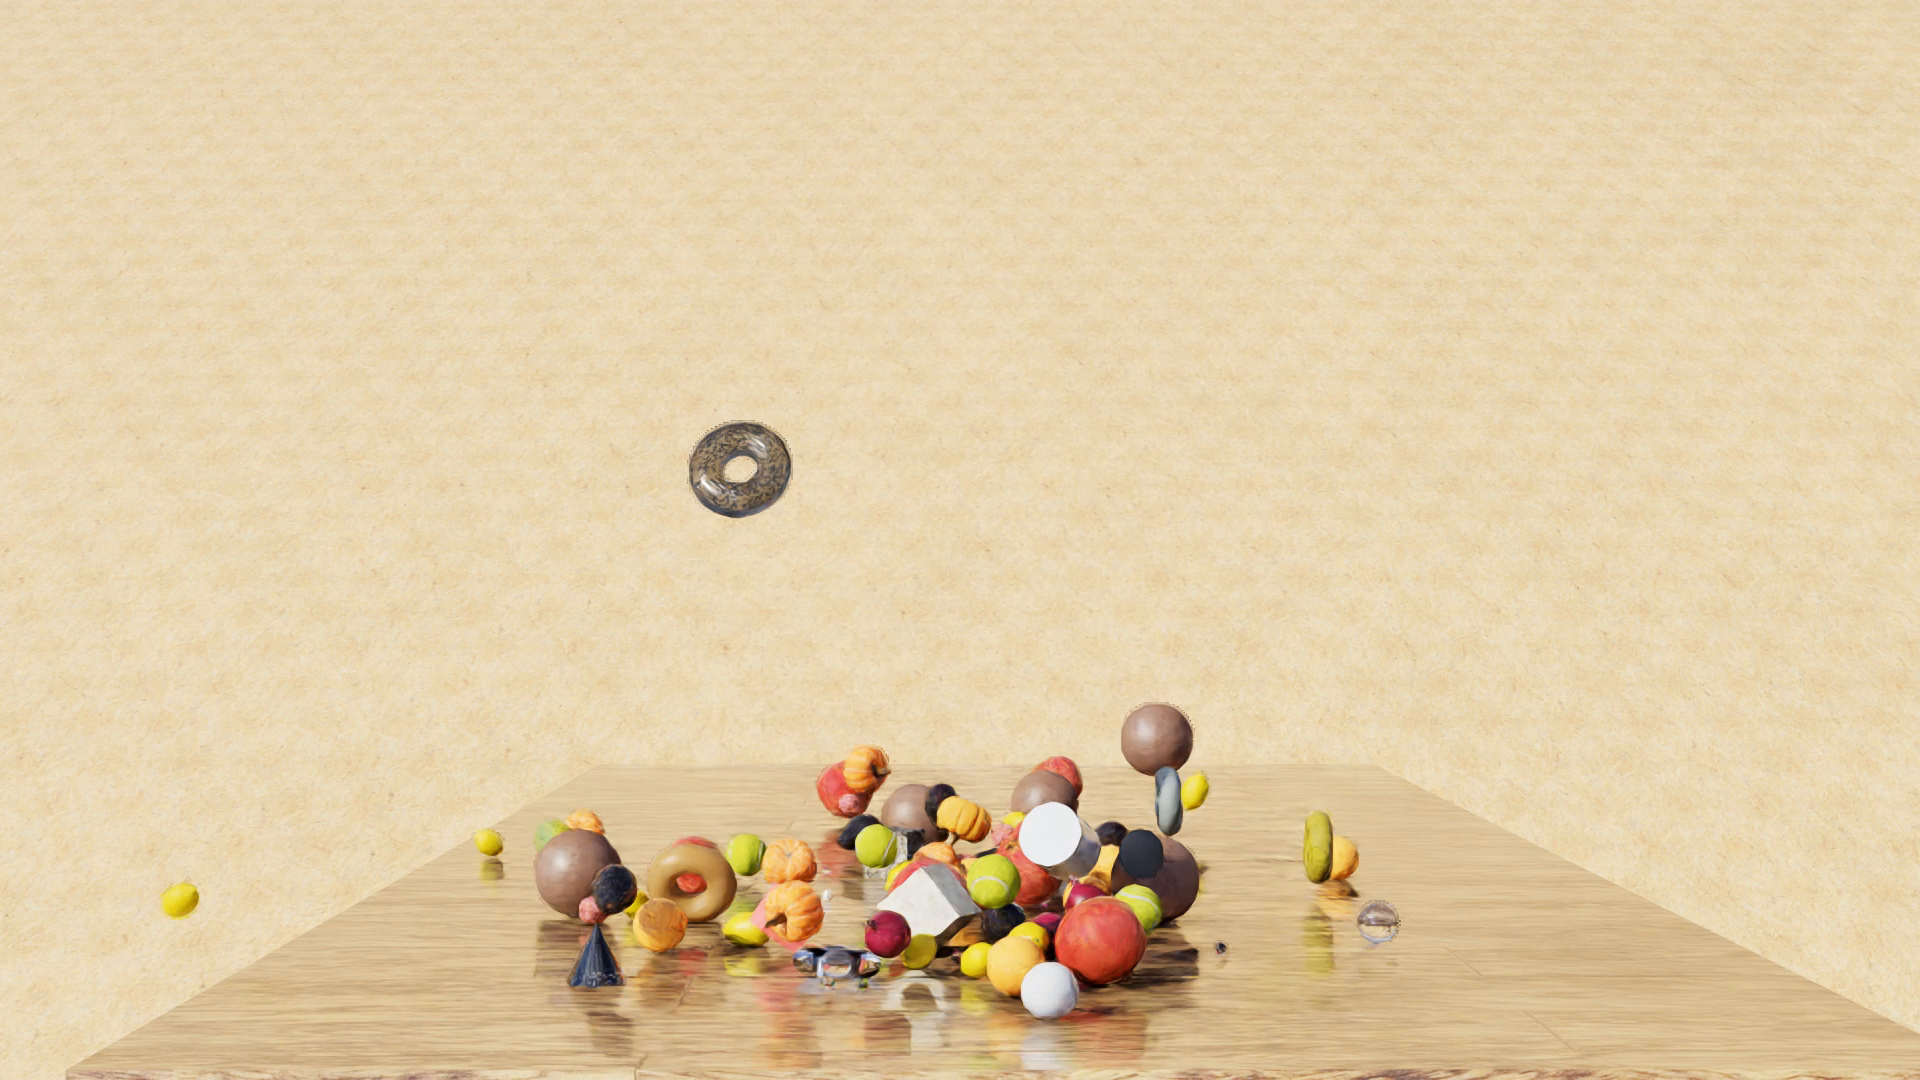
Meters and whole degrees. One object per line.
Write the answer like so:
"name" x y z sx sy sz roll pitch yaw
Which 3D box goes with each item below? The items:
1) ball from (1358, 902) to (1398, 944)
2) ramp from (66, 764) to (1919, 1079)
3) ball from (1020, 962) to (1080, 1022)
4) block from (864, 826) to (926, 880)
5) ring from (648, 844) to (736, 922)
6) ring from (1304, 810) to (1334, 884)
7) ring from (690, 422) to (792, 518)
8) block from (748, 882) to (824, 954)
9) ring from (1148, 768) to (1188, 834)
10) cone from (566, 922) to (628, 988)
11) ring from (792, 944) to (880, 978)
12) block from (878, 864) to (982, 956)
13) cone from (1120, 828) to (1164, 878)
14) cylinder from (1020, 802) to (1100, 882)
"ball" 0.577 0.529 3.576 0.056 0.056 0.056 0 31 0
"ramp" 0.069 0.615 4.691 2.000 0.100 4.000 0 0 0
"ball" 0.103 0.519 2.977 0.067 0.067 0.067 0 31 0
"block" -0.109 0.523 4.327 0.079 0.079 0.079 0 0 23
"ring" -0.388 0.497 3.746 0.130 0.130 0.043 1 27 2
"ring" 0.562 0.481 4.060 0.039 0.117 0.117 1 31 3
"ring" -0.312 -0.100 3.674 0.147 0.049 0.147 -3 64 5
"block" -0.235 0.510 3.488 0.062 0.062 0.062 -55 19 -7
"ring" 0.342 0.428 4.256 0.038 0.115 0.115 -21 33 0
"cone" -0.455 0.516 3.248 0.076 0.076 0.076 0 0 0
"ring" -0.156 0.532 3.270 0.111 0.037 0.111 3 -6 0
"block" -0.041 0.495 3.473 0.084 0.084 0.084 51 14 16
"cone" 0.243 0.448 3.689 0.071 0.071 0.071 -16 -2 -24
"cylinder" 0.141 0.424 3.635 0.090 0.090 0.090 -8 66 19
